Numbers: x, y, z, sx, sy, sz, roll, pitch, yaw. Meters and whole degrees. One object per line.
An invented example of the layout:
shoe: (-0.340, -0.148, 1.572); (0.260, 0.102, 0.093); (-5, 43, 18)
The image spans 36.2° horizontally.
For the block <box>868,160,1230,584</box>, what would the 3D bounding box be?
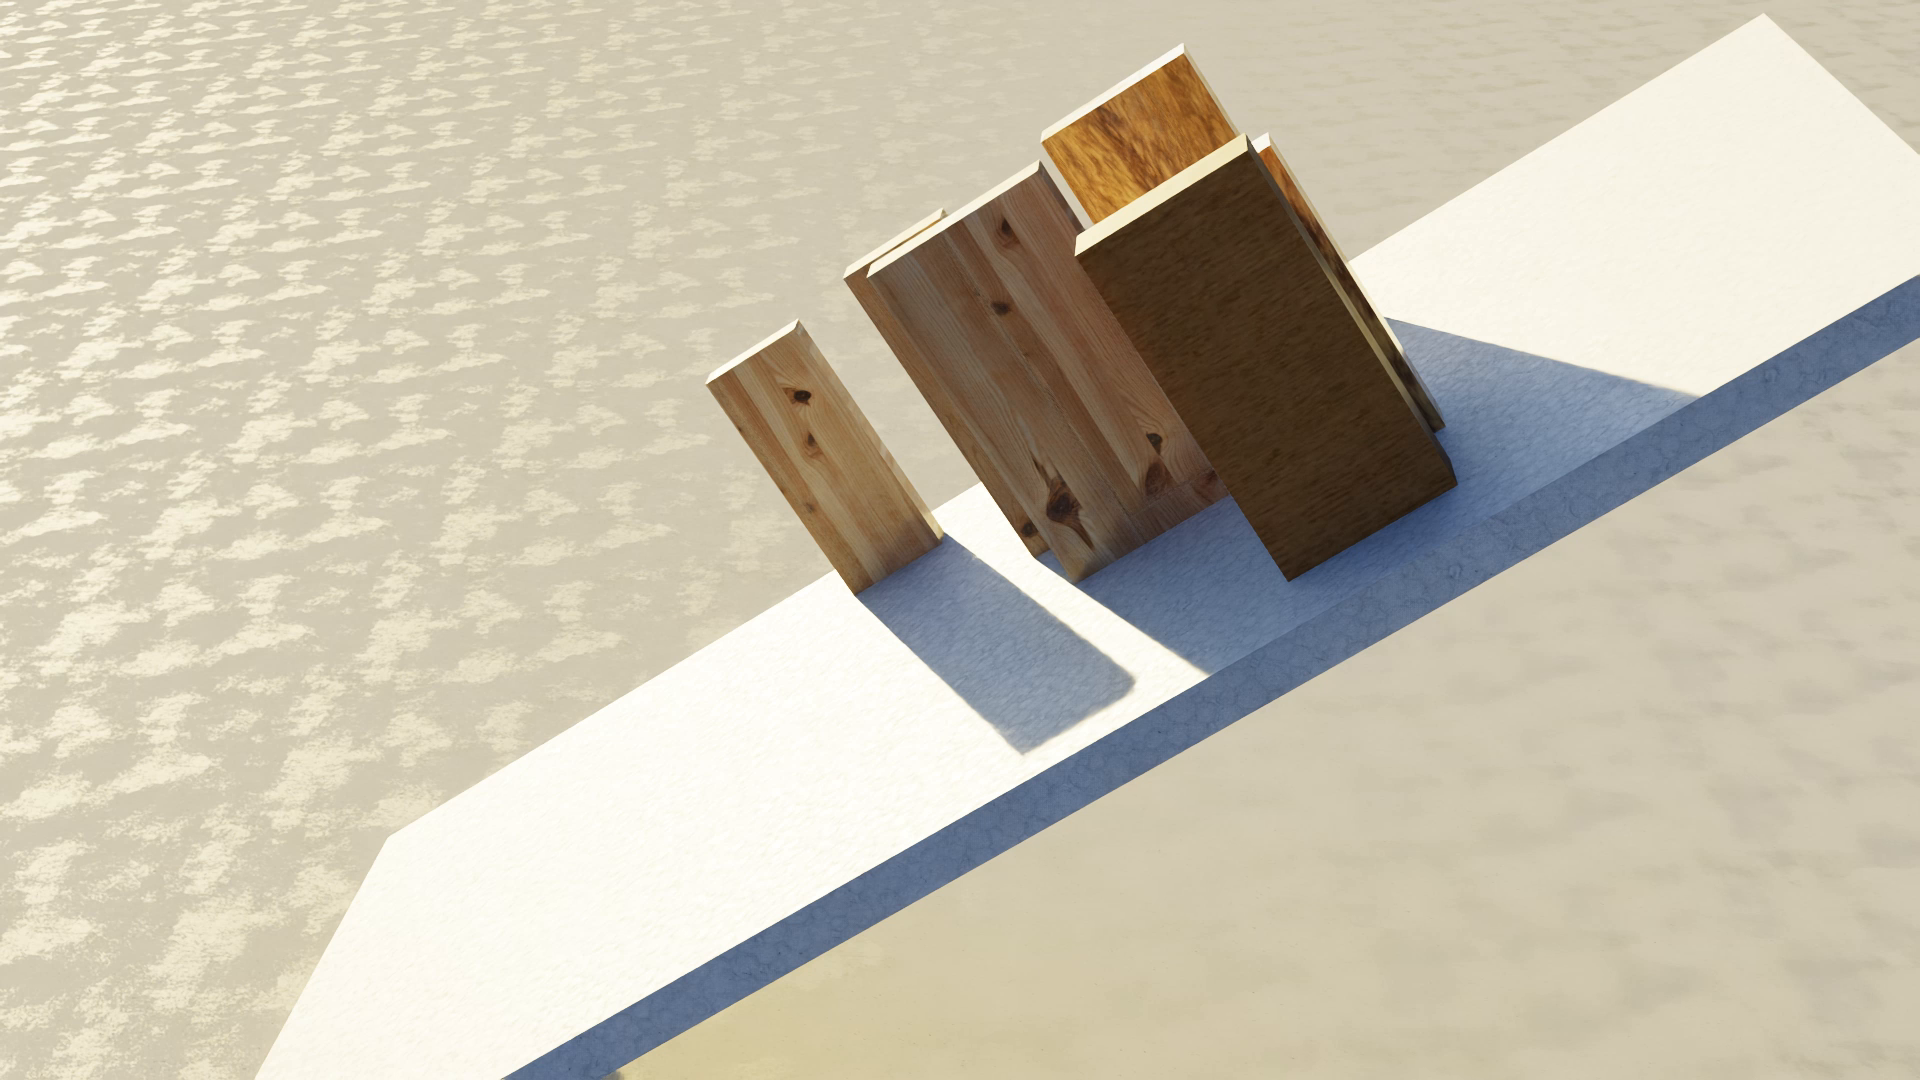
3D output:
block: (0.200, -0.337, 6.026); (0.409, 0.781, 0.101); (-31, 15, 14)

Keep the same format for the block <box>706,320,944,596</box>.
block: (-0.317, -0.193, 6.977); (0.253, 0.626, 0.087); (-31, 15, 14)

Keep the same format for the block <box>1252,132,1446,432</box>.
block: (0.622, -0.415, 5.631); (0.320, 0.647, 0.111); (-31, 15, 14)

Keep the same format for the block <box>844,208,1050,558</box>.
block: (0.062, -0.335, 6.370); (0.247, 0.751, 0.093); (-31, 15, 14)

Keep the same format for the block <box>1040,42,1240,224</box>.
block: (0.531, -0.701, 6.573); (0.369, 0.716, 0.114); (-31, 15, 14)

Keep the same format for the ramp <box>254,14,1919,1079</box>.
ramp: (0.139, 0.171, 6.295); (4.000, 0.100, 2.000); (-31, 15, 14)

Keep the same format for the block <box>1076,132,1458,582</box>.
block: (0.557, -0.326, 5.335); (0.357, 0.730, 0.142); (-31, 15, 14)
